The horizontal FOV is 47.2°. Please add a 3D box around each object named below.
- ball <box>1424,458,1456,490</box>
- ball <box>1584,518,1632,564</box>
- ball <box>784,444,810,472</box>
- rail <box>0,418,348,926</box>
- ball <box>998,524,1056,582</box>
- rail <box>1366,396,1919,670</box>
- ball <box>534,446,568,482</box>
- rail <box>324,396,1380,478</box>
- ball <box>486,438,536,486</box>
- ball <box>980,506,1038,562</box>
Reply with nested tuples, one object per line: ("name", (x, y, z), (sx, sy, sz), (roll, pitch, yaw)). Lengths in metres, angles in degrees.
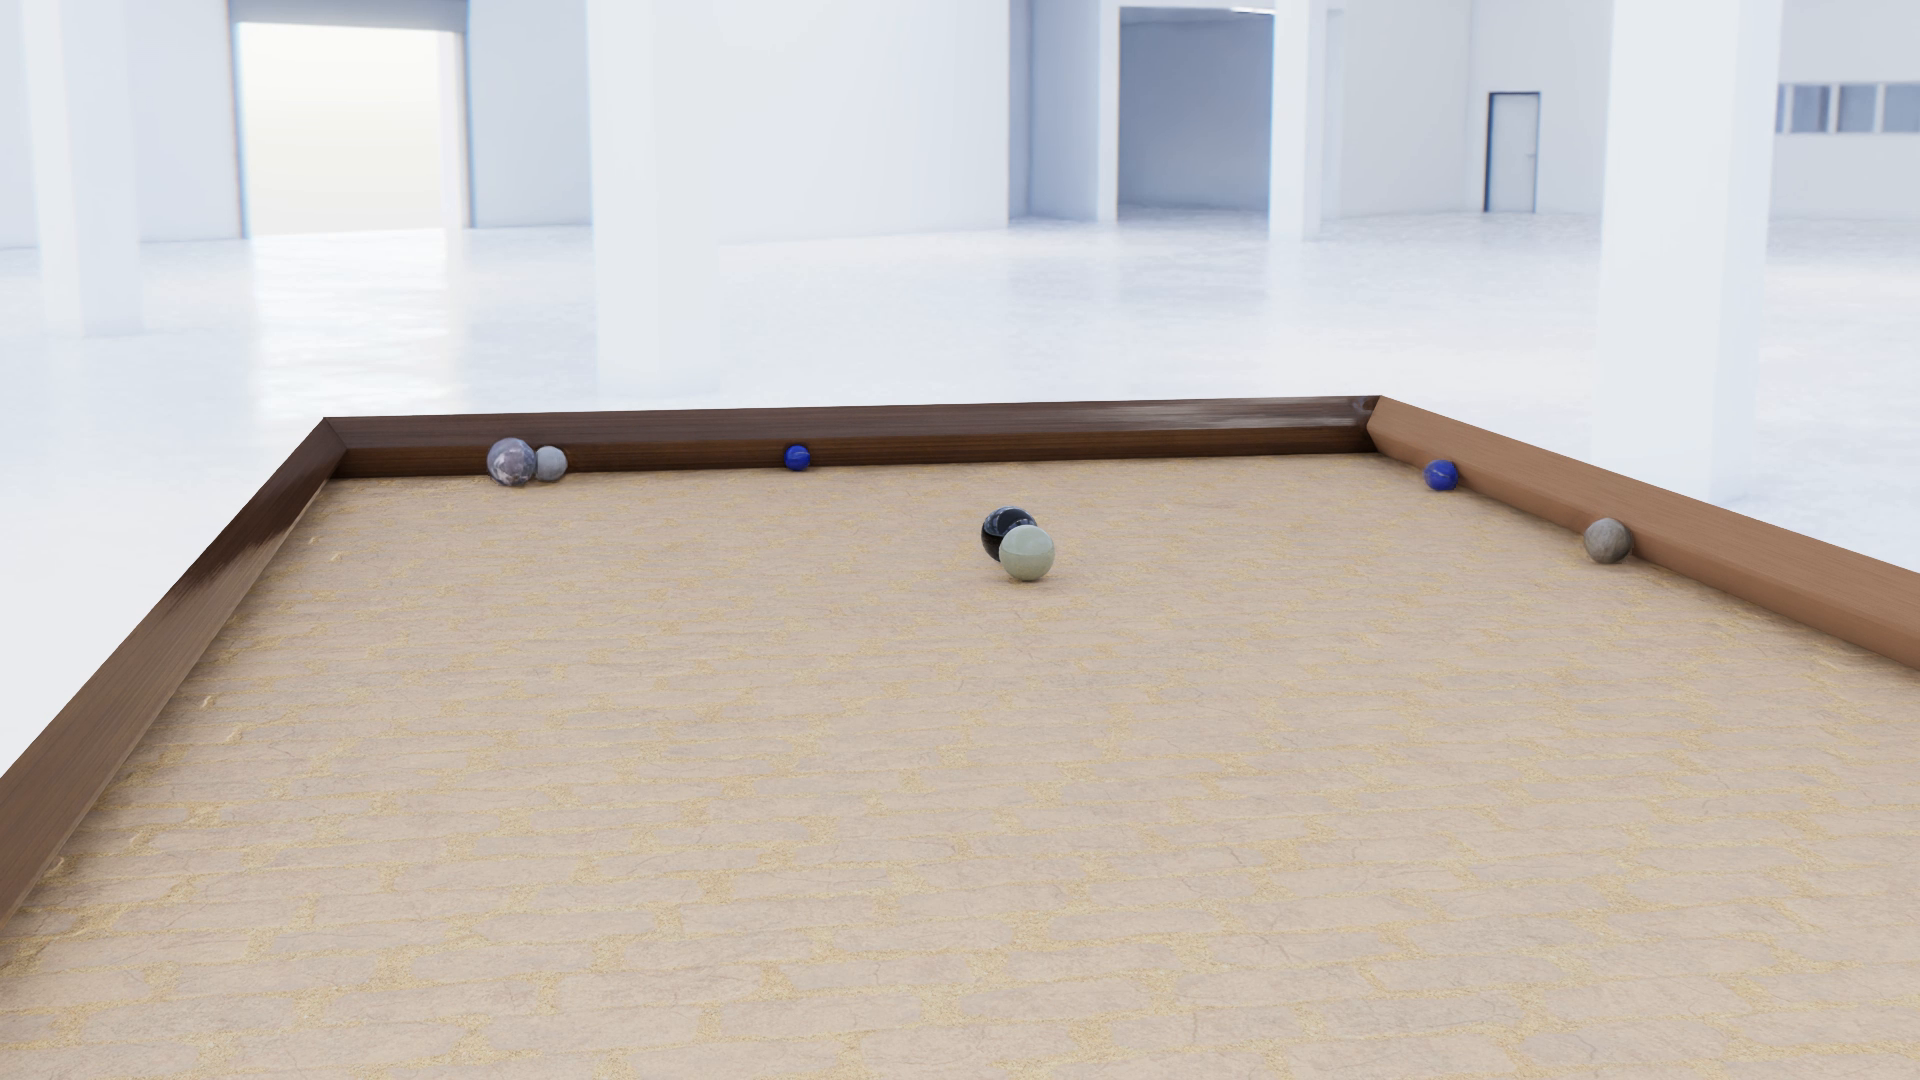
("ball", (0.854, -0.116, 3.910), (0.057, 0.057, 0.057), (0, 11, 0))
("ball", (0.957, 0.002, 3.249), (0.068, 0.068, 0.068), (0, 11, 0))
("ball", (-0.306, -0.154, 4.135), (0.050, 0.050, 0.050), (0, 11, 0))
("rail", (-0.813, 0.187, 2.124), (0.045, 0.113, 3.961), (-2, 11, -9))
("ball", (0.096, 0.018, 3.126), (0.080, 0.080, 0.080), (0, 11, 0))
("rail", (1.144, 0.127, 2.450), (0.045, 0.113, 3.961), (-2, 11, -9))
("ball", (-0.750, -0.139, 4.013), (0.065, 0.065, 0.065), (0, 11, 0))
("rail", (-0.161, -0.196, 4.184), (2.033, 0.113, 0.045), (-2, 11, -9))
("ball", (-0.807, -0.140, 3.960), (0.087, 0.087, 0.087), (0, 11, 0))
("ball", (0.074, -0.007, 3.248), (0.086, 0.086, 0.086), (0, 11, 0))
